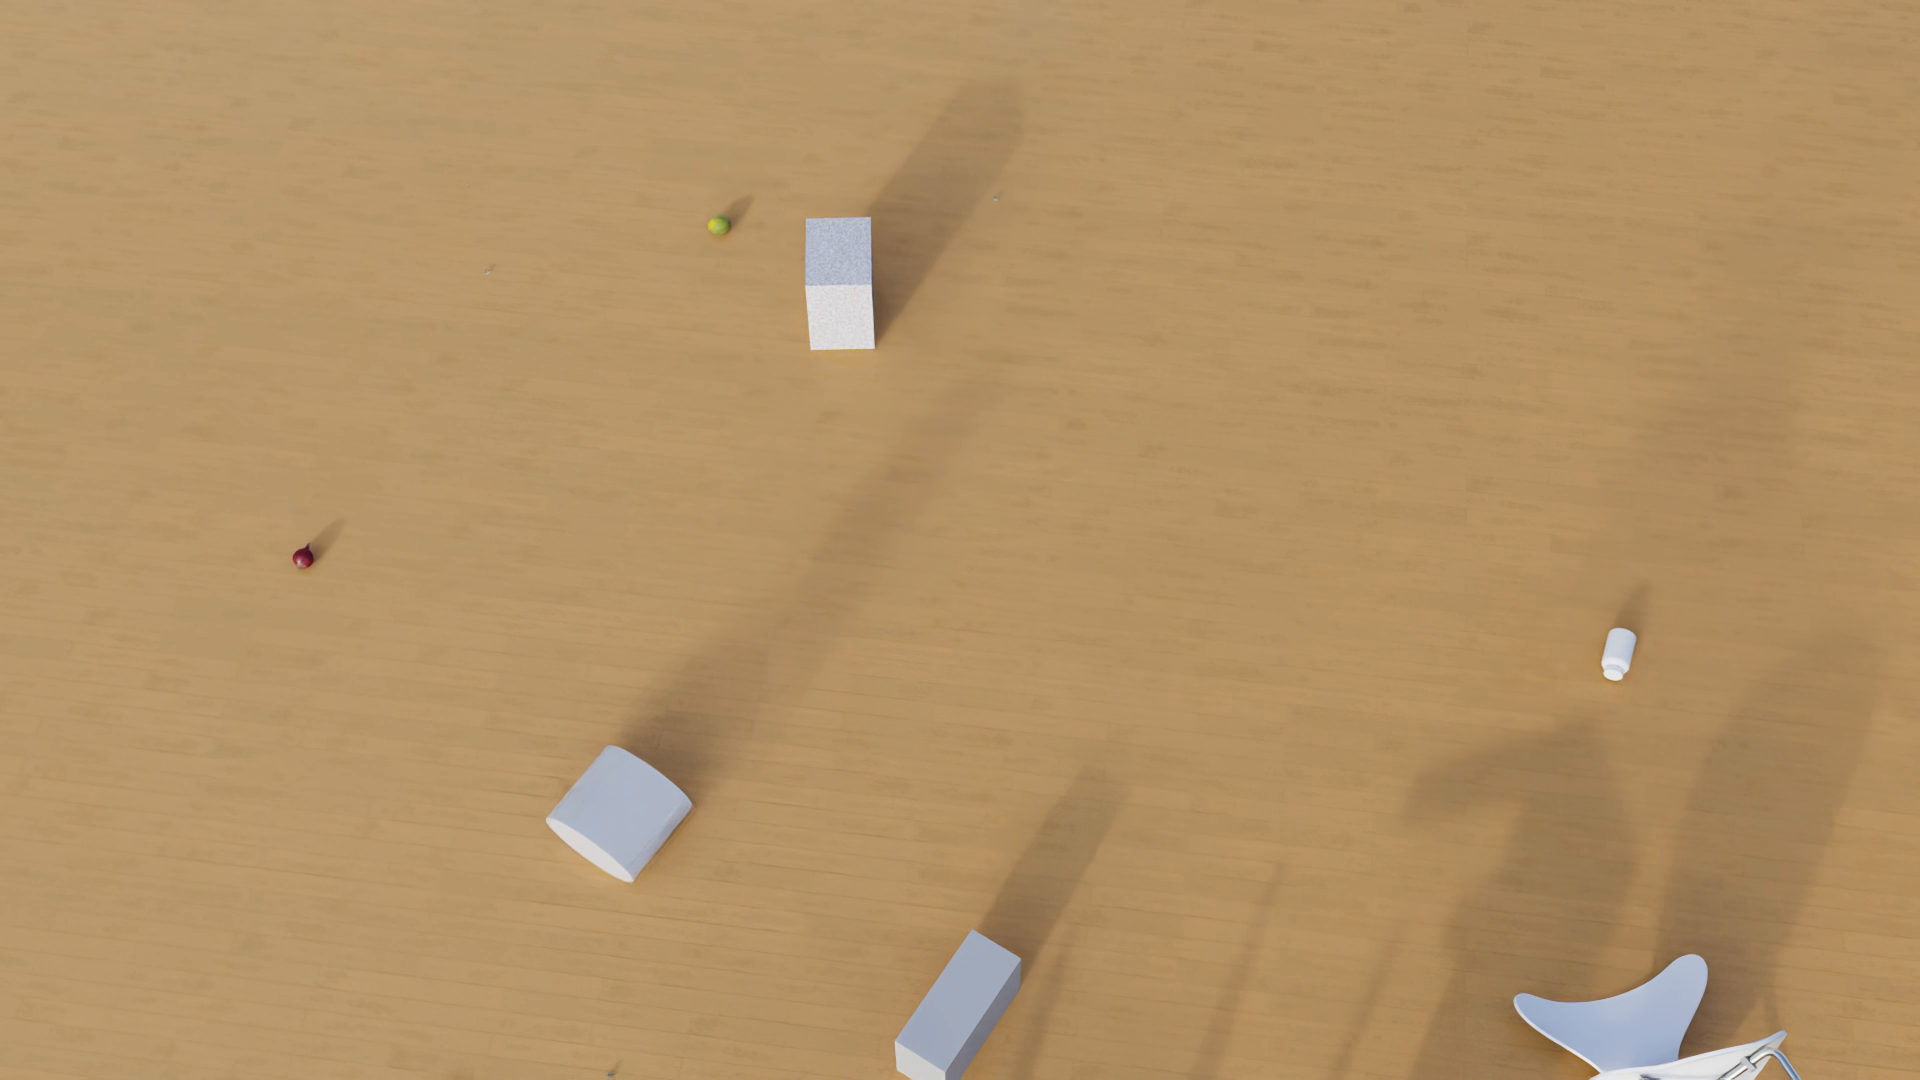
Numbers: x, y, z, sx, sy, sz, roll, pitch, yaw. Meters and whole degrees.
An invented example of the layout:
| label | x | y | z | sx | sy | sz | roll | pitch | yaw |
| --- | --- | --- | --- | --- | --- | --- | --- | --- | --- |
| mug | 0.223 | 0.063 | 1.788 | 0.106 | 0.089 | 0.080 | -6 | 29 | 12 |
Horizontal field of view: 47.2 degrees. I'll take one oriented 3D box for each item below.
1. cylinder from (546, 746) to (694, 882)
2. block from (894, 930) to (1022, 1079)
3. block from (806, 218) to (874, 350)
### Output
| label | x | y | z | sx | sy | sz | roll | pitch | yaw |
| --- | --- | --- | --- | --- | --- | --- | --- | --- | --- |
| cylinder | -0.924 | 0.743 | 5.975 | 0.295 | 0.163 | 0.265 | 33 | 62 | 10 |
| block | -0.003 | 1.216 | 5.636 | 0.150 | 0.202 | 0.357 | 28 | 61 | 18 |
| block | -0.376 | -0.806 | 6.927 | 0.202 | 0.311 | 0.275 | -1 | 56 | -1 |
